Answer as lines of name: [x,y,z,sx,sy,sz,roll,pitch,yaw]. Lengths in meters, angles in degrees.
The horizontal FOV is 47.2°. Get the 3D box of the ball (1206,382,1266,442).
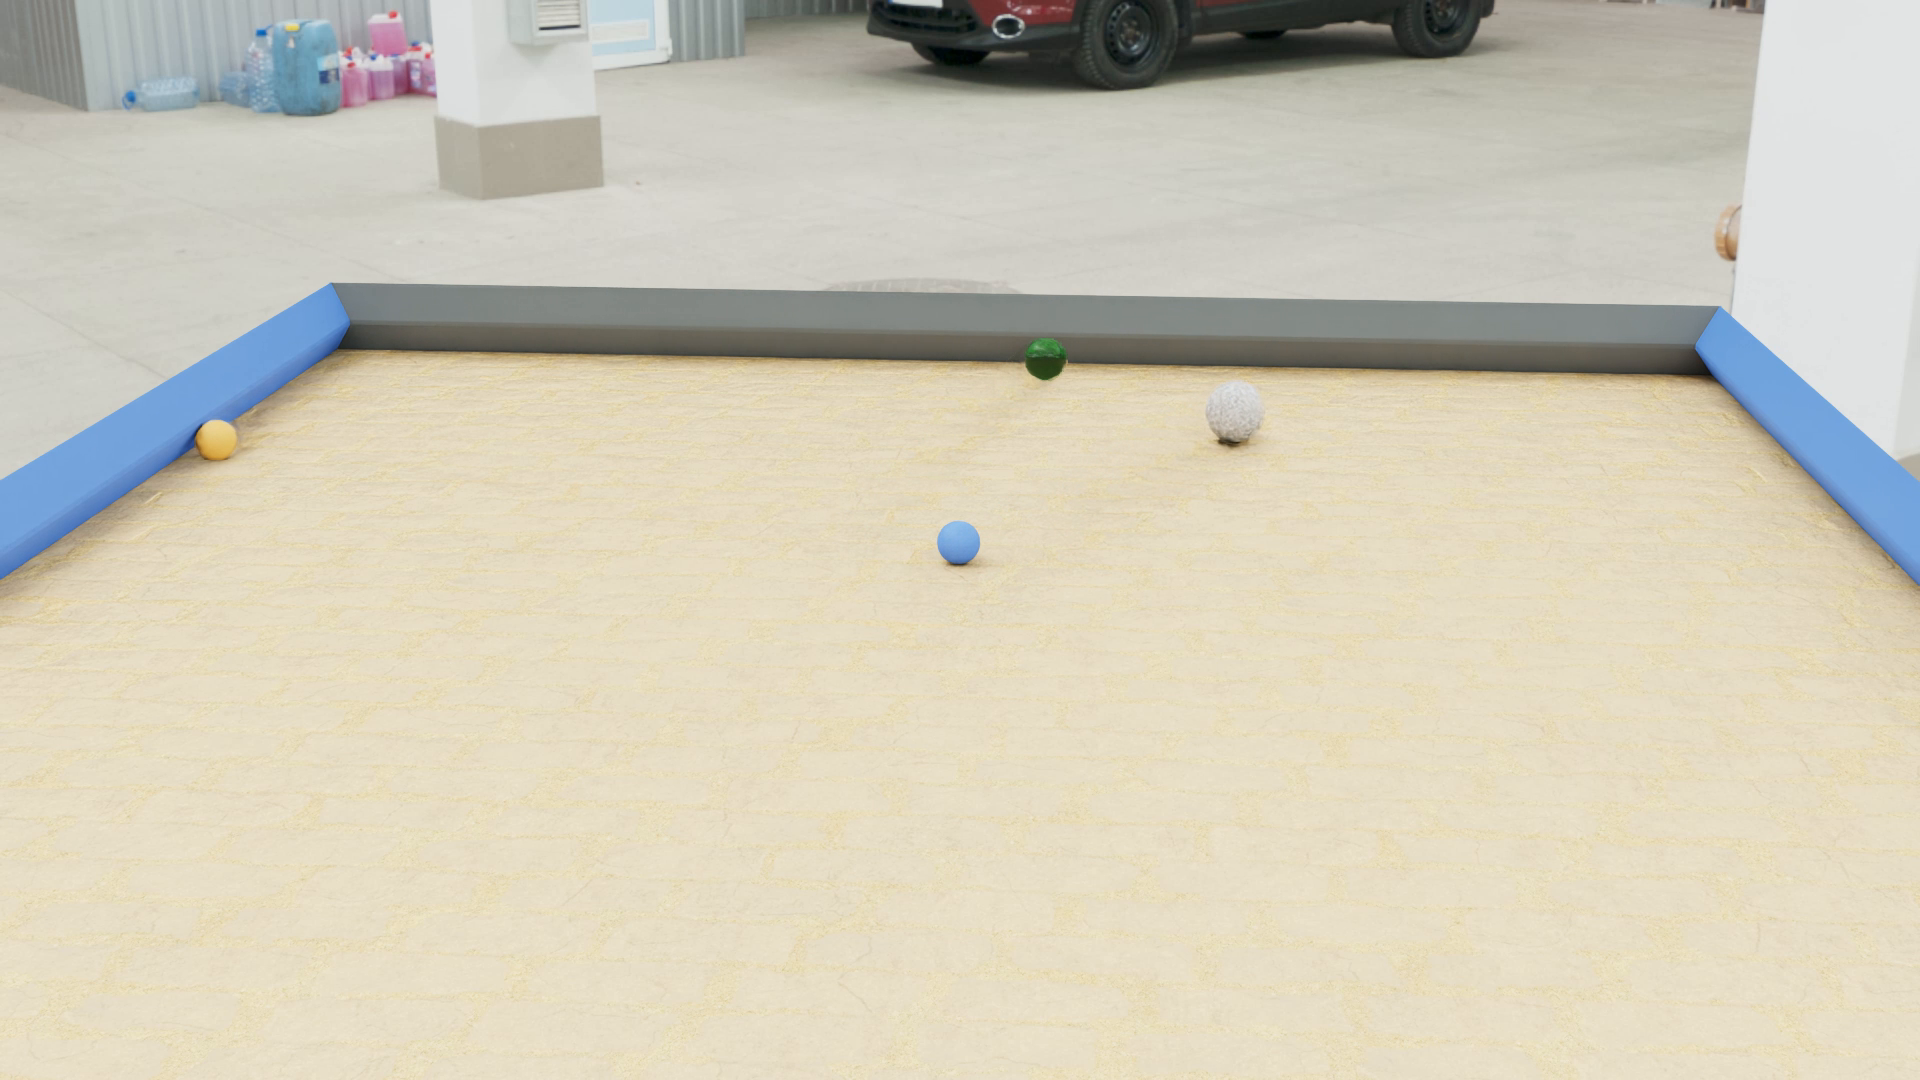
ball: [0.405,-0.187,3.228,0.088,0.088,0.088,0,19,0]

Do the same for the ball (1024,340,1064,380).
ball: [0.138,-0.294,3.580,0.065,0.065,0.065,0,19,0]

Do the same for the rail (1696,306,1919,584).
rail: [1.051,0.339,1.626,0.045,0.115,4.173,1,19,4]

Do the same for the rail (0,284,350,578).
rail: [-1.215,0.282,1.795,0.045,0.115,4.173,1,19,4]

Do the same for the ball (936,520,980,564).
ball: [-0.002,0.003,2.719,0.054,0.054,0.054,0,19,0]

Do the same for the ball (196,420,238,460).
ball: [-1.064,-0.144,3.147,0.057,0.057,0.057,0,19,0]

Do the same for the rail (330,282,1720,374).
rail: [0.080,-0.348,3.659,2.320,0.115,0.045,1,19,4]
